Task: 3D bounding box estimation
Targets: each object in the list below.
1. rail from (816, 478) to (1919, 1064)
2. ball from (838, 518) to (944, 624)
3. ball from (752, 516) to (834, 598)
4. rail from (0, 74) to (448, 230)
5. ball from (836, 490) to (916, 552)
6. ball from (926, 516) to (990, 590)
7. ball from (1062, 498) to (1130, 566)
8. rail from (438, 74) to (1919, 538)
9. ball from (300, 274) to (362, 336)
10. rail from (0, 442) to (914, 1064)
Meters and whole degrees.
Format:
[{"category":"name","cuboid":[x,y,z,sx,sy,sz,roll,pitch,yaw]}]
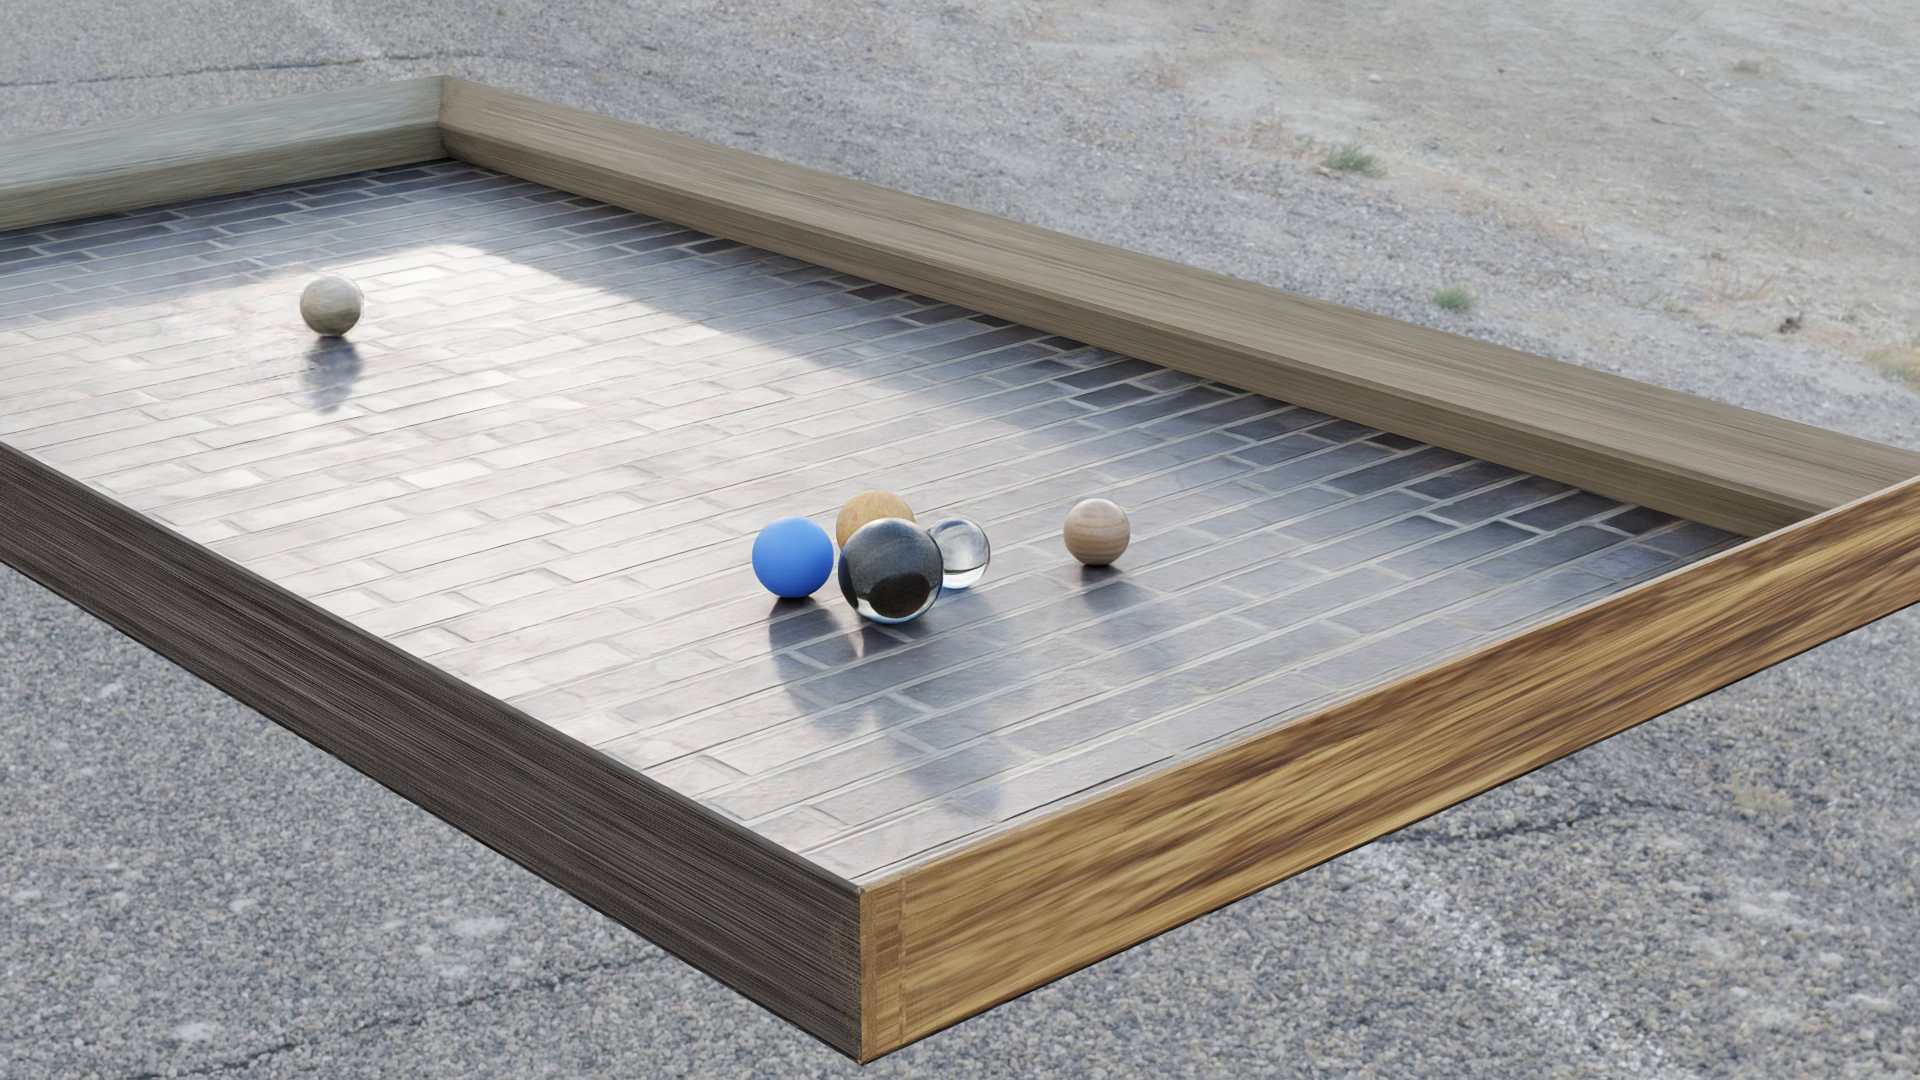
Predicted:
[{"category":"rail","cuboid":[0.416,0.132,2.358,1.332,0.128,0.045,-17,26,-39]},{"category":"ball","cuboid":[-0.063,0.028,2.695,0.098,0.098,0.098,0,20,0]},{"category":"ball","cuboid":[-0.157,0.016,2.761,0.078,0.078,0.078,0,20,0]},{"category":"rail","cuboid":[-1.280,-0.506,4.145,1.332,0.128,0.045,-17,26,-39]},{"category":"ball","cuboid":[-0.081,-0.009,2.830,0.079,0.079,0.079,0,20,0]},{"category":"ball","cuboid":[-0.005,0.012,2.785,0.069,0.069,0.069,0,20,0]},{"category":"ball","cuboid":[0.132,-0.008,2.845,0.066,0.066,0.066,0,20,0]},{"category":"rail","cuboid":[0.047,-0.331,3.655,0.045,0.128,2.591,-17,26,-39]},{"category":"ball","cuboid":[-0.773,-0.288,3.615,0.076,0.076,0.076,0,20,0]},{"category":"rail","cuboid":[-0.911,-0.043,2.848,0.045,0.128,2.591,-17,26,-39]}]
